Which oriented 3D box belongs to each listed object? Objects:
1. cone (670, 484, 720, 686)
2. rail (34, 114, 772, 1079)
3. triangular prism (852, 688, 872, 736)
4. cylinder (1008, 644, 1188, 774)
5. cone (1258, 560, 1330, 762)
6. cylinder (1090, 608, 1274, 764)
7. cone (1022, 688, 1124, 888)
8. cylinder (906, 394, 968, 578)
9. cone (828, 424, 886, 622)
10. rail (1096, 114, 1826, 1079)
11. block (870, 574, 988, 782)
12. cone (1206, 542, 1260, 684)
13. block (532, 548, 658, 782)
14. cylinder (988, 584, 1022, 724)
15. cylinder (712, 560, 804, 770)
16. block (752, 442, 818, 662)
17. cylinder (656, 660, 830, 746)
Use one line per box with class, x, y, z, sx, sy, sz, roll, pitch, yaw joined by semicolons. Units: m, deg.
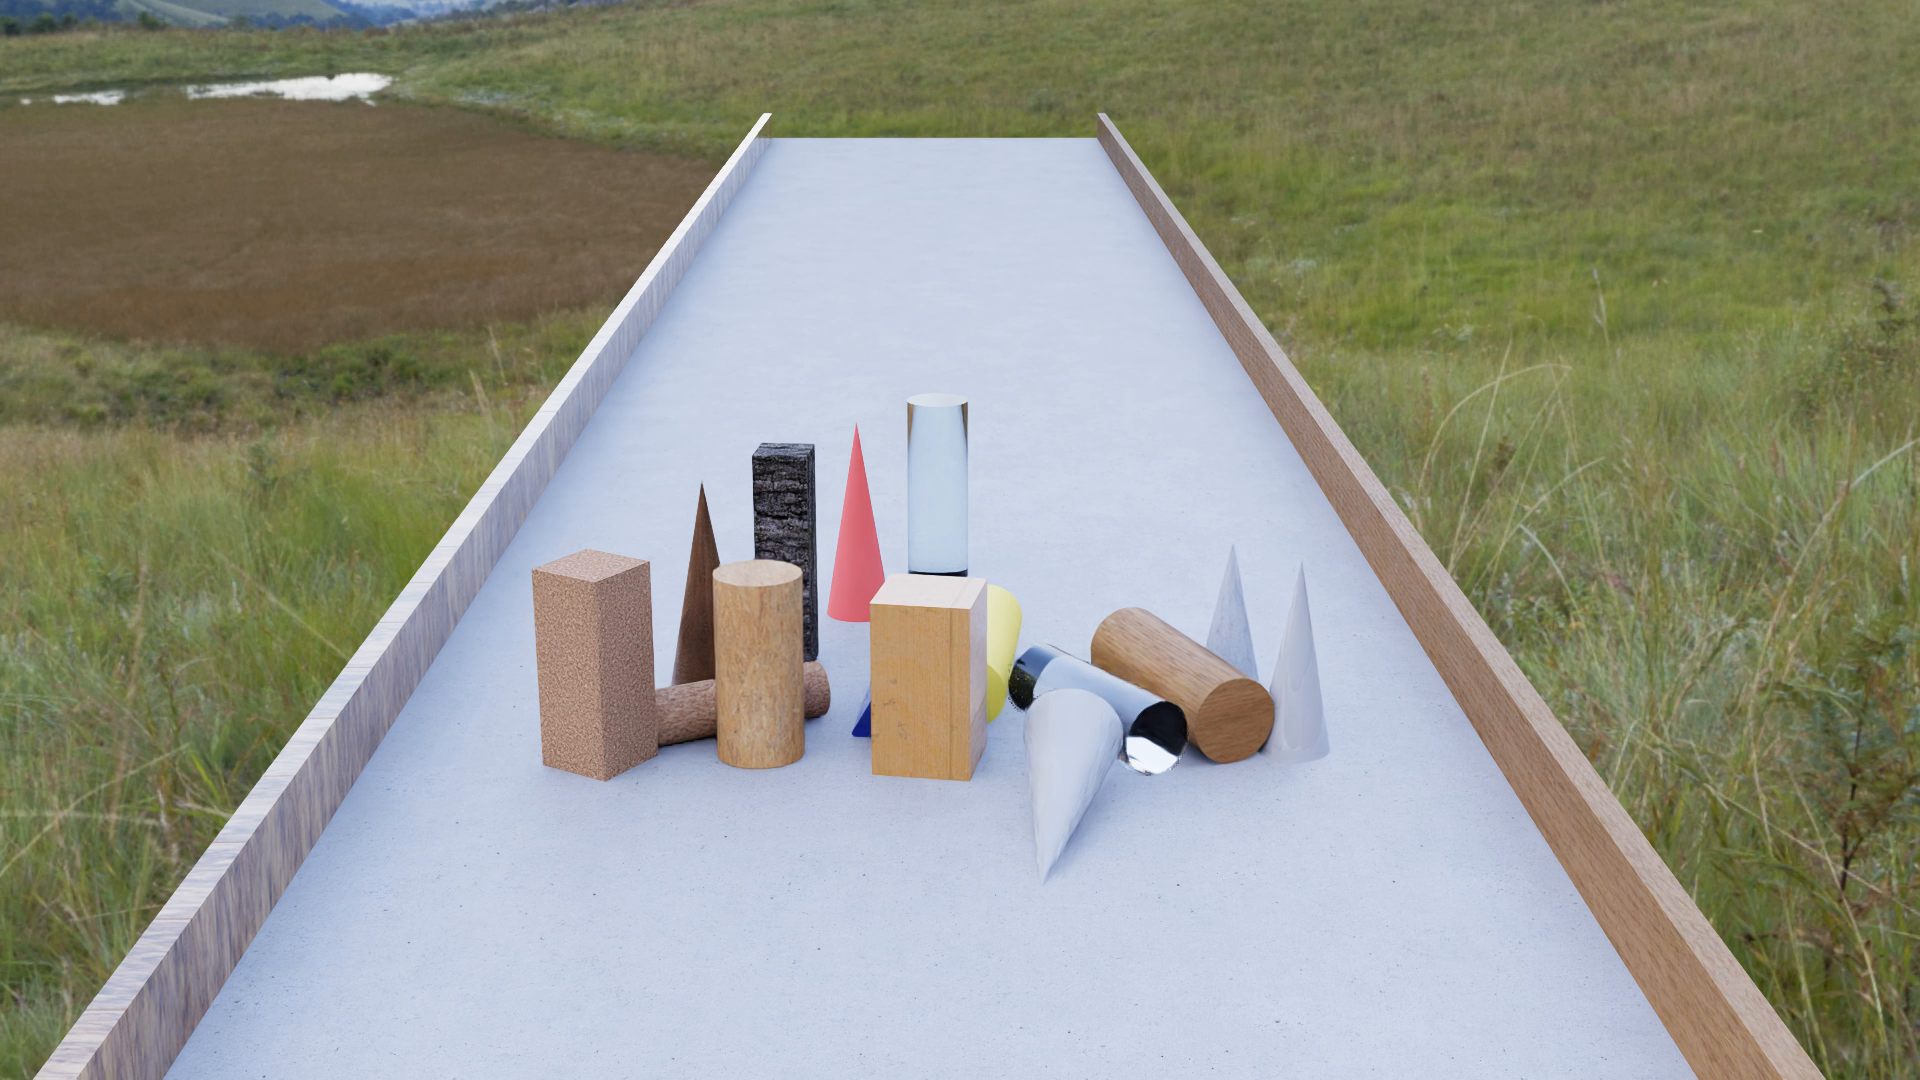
cone;-0.476;0.100;4.112;0.158;0.443;0.158;0;17;0
rail;-1.118;-0.838;7.780;0.050;0.150;12.000;0;17;-1
triangular prism;-0.121;0.259;4.156;0.125;0.108;0.333;1;17;5
cylinder;0.245;0.303;3.974;0.135;0.135;0.359;-11;20;-32
cone;0.600;0.203;3.914;0.134;0.360;0.134;0;17;0
cylinder;0.404;0.262;4.068;0.158;0.158;0.430;-7;18;-21
cone;0.161;0.437;3.607;0.175;0.175;0.454;3;28;9
cylinder;-0.050;-0.114;4.900;0.136;0.405;0.136;0;17;0
cone;-0.216;-0.047;4.648;0.137;0.421;0.137;0;17;0
rail;0.932;-0.844;7.801;0.050;0.150;12.000;0;17;-1
block;-0.053;0.239;3.869;0.174;0.315;0.174;3;17;10
cone;0.509;0.155;4.137;0.137;0.324;0.137;0;17;0
block;-0.639;0.217;3.859;0.144;0.363;0.144;10;19;30
cylinder;0.037;0.219;4.249;0.137;0.137;0.446;2;17;5
cylinder;-0.356;0.219;3.896;0.157;0.338;0.157;0;16;0
block;-0.344;0.034;4.347;0.106;0.437;0.106;2;17;5
cylinder;-0.414;0.300;4.040;0.342;0.102;0.102;-9;19;-27
